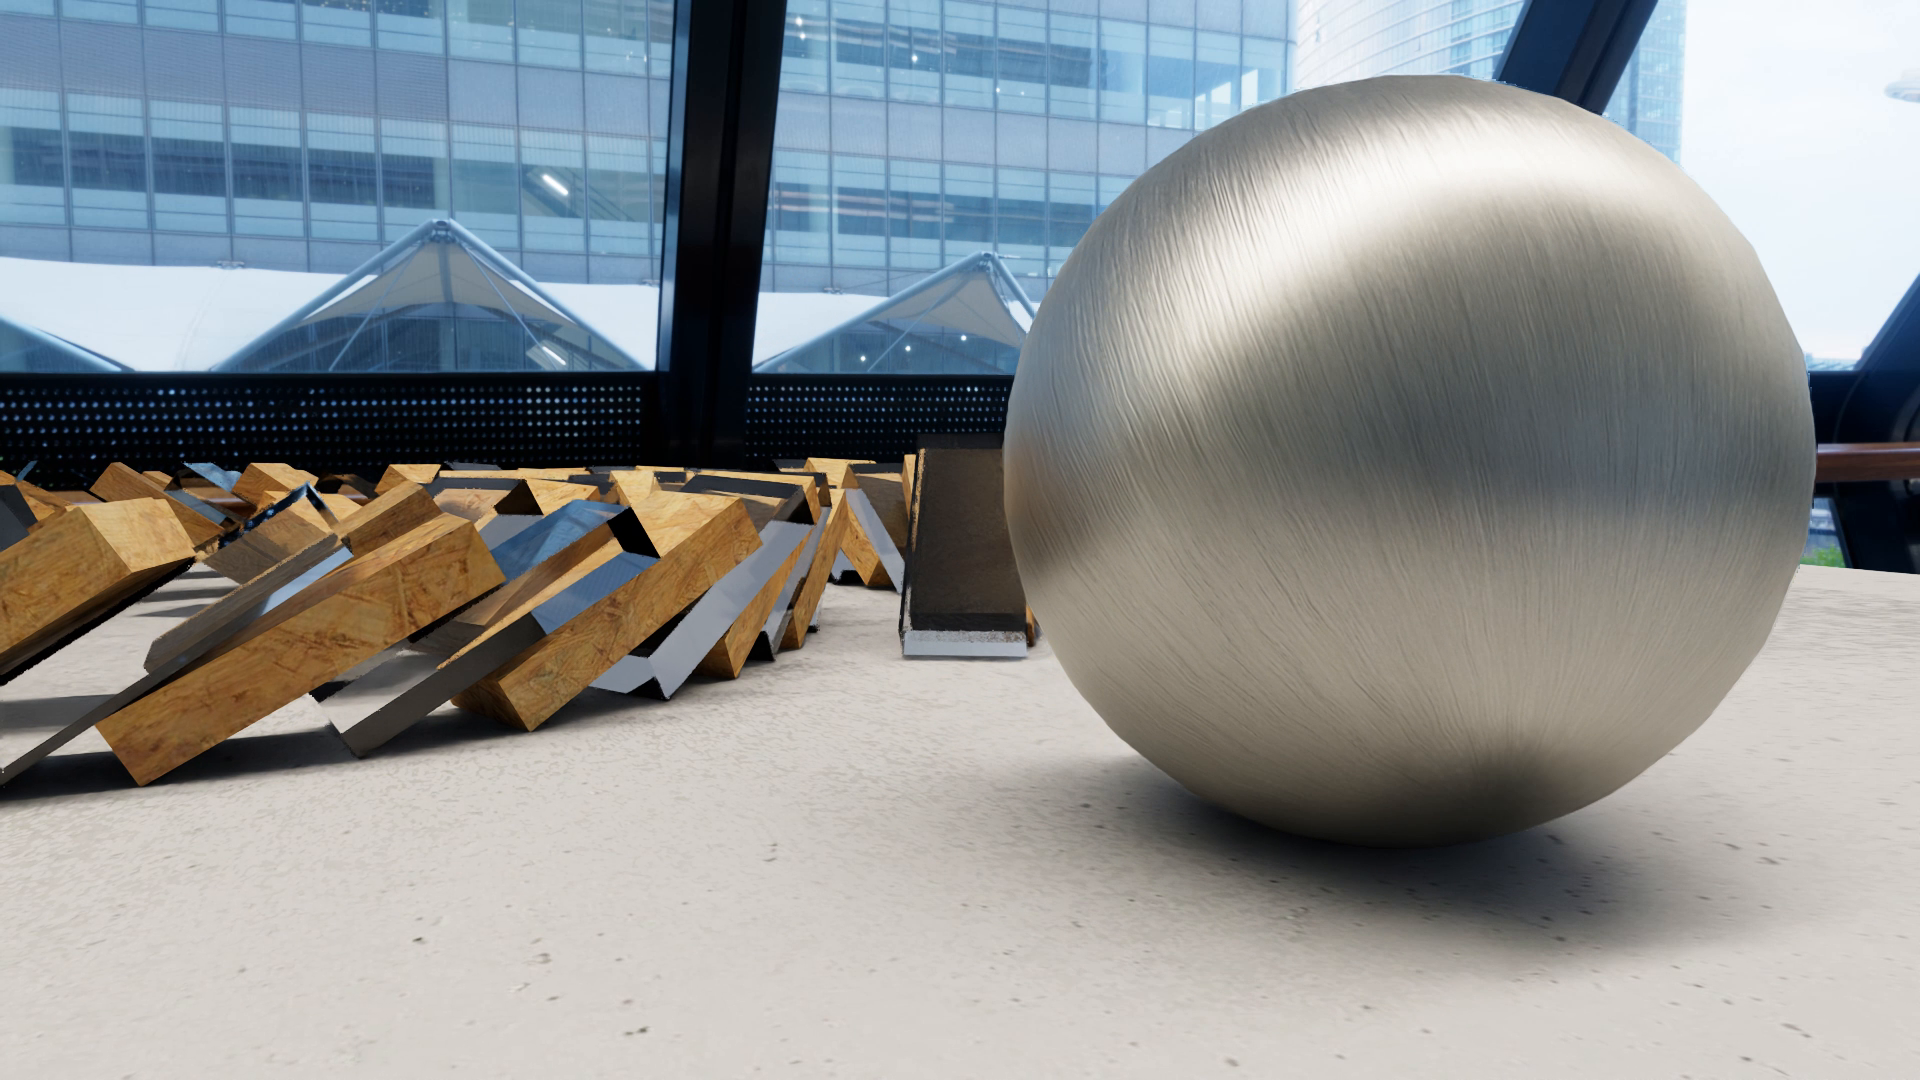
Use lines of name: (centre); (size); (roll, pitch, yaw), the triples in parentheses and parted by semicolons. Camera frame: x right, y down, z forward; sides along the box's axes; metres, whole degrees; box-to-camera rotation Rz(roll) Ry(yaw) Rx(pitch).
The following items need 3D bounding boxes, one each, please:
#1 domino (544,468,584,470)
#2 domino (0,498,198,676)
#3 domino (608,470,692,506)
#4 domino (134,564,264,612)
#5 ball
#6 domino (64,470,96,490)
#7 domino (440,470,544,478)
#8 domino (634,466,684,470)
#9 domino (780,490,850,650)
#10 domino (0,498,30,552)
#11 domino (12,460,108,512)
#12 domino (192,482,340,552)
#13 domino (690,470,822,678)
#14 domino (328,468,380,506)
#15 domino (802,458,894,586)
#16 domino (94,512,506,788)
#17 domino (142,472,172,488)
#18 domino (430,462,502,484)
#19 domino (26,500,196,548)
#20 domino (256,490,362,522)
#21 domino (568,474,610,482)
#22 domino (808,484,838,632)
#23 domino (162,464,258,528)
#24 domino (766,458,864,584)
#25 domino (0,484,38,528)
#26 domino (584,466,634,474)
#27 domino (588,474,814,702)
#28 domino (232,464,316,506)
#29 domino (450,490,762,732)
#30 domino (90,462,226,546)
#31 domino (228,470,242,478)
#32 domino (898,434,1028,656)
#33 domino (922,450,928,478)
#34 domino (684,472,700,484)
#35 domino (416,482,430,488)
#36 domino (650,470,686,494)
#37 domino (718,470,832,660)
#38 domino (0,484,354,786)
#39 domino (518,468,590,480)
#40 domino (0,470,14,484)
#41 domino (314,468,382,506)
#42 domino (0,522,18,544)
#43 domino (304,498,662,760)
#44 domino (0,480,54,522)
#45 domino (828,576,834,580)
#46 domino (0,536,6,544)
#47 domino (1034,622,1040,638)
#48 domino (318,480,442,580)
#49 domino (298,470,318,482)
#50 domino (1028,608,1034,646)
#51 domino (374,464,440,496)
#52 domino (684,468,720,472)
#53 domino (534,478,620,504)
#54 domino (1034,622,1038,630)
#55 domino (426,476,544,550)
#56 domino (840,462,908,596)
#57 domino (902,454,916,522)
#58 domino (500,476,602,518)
domino: (-0.123, -0.008, 0.453); (0.050, 0.010, 0.025); (34, 16, 17)
domino: (-0.124, 0.013, 0.158); (0.050, 0.009, 0.025); (-35, 12, -10)
domino: (-0.079, -0.002, 0.362); (0.025, 0.010, 0.050); (-2, 36, -36)
domino: (-0.184, 0.013, 0.336); (0.050, 0.009, 0.025); (1, 4, 7)
ball: (0.044, -0.008, 0.139); (0.080, 0.080, 0.080); (0, 4, 0)
domino: (-0.265, -0.006, 0.418); (0.050, 0.009, 0.025); (32, -14, -27)
domino: (-0.114, 0.001, 0.314); (0.025, 0.010, 0.050); (-2, 38, -20)
domino: (-0.088, -0.008, 0.440); (0.050, 0.009, 0.025); (37, 19, 26)
domino: (-0.043, 0.005, 0.286); (0.025, 0.009, 0.050); (1, 32, 9)
domino: (-0.140, 0.013, 0.151); (0.050, 0.010, 0.025); (-35, 10, -4)
domino: (-0.237, -0.003, 0.359); (0.025, 0.009, 0.050); (3, -32, 50)
domino: (-0.133, 0.008, 0.219); (0.050, 0.009, 0.025); (-34, 17, -13)
domino: (-0.047, 0.005, 0.251); (0.025, 0.010, 0.050); (4, 39, 14)
domino: (-0.193, -0.008, 0.450); (0.050, 0.010, 0.025); (29, -2, -7)
domino: (-0.027, -0.006, 0.394); (0.025, 0.010, 0.050); (0, 39, -38)
domino: (-0.090, 0.013, 0.178); (0.050, 0.009, 0.025); (-33, 19, -23)
domino: (-0.248, -0.006, 0.430); (0.050, 0.009, 0.025); (31, -8, -21)
domino: (-0.135, -0.006, 0.393); (0.050, 0.009, 0.025); (36, 10, 13)
domino: (-0.155, 0.010, 0.208); (0.050, 0.009, 0.025); (-30, 4, 2)
domino: (-0.158, 0.002, 0.339); (0.050, 0.009, 0.025); (26, 9, 20)
domino: (-0.094, -0.002, 0.375); (0.025, 0.010, 0.050); (-4, 36, -42)
domino: (-0.044, 0.003, 0.309); (0.025, 0.010, 0.050); (1, 33, 1)
domino: (-0.208, -0.005, 0.385); (0.050, 0.010, 0.025); (35, -5, -13)
domino: (-0.039, -0.007, 0.405); (0.025, 0.009, 0.050); (-2, 41, -43)
domino: (-0.175, 0.009, 0.204); (0.050, 0.009, 0.025); (-32, -1, 16)
domino: (-0.107, -0.009, 0.447); (0.050, 0.009, 0.025); (35, 17, 19)
domino: (-0.050, 0.007, 0.232); (0.025, 0.009, 0.050); (7, 39, 26)
domino: (-0.191, -0.005, 0.390); (0.050, 0.009, 0.025); (35, -1, -7)
domino: (-0.059, 0.010, 0.210); (0.025, 0.009, 0.050); (6, 38, 43)
domino: (-0.224, -0.004, 0.373); (0.050, 0.009, 0.025); (38, -14, -25)
domino: (-0.229, -0.007, 0.438); (0.050, 0.009, 0.025); (30, -4, -16)
domino: (0.002, 0.000, 0.269); (0.025, 0.050, 0.010); (0, -35, 5)
domino: (0.004, -0.004, 0.348); (0.025, 0.009, 0.050); (0, 47, -6)
domino: (-0.056, 0.000, 0.332); (0.025, 0.010, 0.050); (1, 35, -21)
domino: (-0.129, 0.001, 0.335); (0.025, 0.010, 0.050); (5, 26, -32)
domino: (-0.066, -0.001, 0.348); (0.025, 0.009, 0.050); (0, 35, -28)
domino: (-0.045, 0.004, 0.268); (0.025, 0.010, 0.050); (2, 39, 10)
domino: (-0.105, 0.012, 0.168); (0.050, 0.009, 0.025); (-38, 21, -18)
domino: (-0.112, -0.004, 0.388); (0.050, 0.009, 0.025); (40, 24, 31)
domino: (-0.280, -0.005, 0.400); (0.025, 0.010, 0.050); (0, -29, 45)
domino: (-0.170, -0.005, 0.394); (0.050, 0.009, 0.025); (33, 6, 1)
domino: (-0.255, -0.001, 0.330); (0.025, 0.010, 0.050); (3, -32, 35)
domino: (-0.072, 0.011, 0.193); (0.050, 0.010, 0.025); (-37, 24, -27)
domino: (-0.247, -0.002, 0.344); (0.025, 0.009, 0.050); (2, -33, 41)
domino: (-0.053, -0.005, 0.417); (0.025, 0.009, 0.050); (-4, 36, -46)
domino: (-0.291, -0.004, 0.386); (0.025, 0.010, 0.050); (1, -28, 39)
domino: (0.006, -0.002, 0.293); (0.025, 0.050, 0.010); (0, -35, 5)
domino: (-0.117, 0.007, 0.230); (0.050, 0.010, 0.025); (-37, 22, -20)
domino: (-0.211, -0.008, 0.446); (0.050, 0.010, 0.025); (30, -2, -9)
domino: (0.004, -0.001, 0.281); (0.025, 0.050, 0.010); (0, -35, 5)
domino: (-0.151, -0.005, 0.394); (0.050, 0.010, 0.025); (35, 10, 8)
domino: (-0.070, -0.007, 0.430); (0.050, 0.010, 0.025); (39, 24, 31)
domino: (-0.099, 0.003, 0.294); (0.025, 0.009, 0.050); (3, 35, 10)
domino: (0.008, -0.003, 0.305); (0.025, 0.050, 0.009); (0, -35, 5)
domino: (-0.109, 0.006, 0.253); (0.025, 0.009, 0.050); (2, 38, 27)
domino: (-0.014, -0.004, 0.379); (0.025, 0.009, 0.050); (-2, 40, -29)
domino: (-0.001, -0.004, 0.363); (0.025, 0.010, 0.050); (-1, 44, -11)
domino: (-0.100, 0.004, 0.276); (0.025, 0.009, 0.050); (7, 36, 15)
